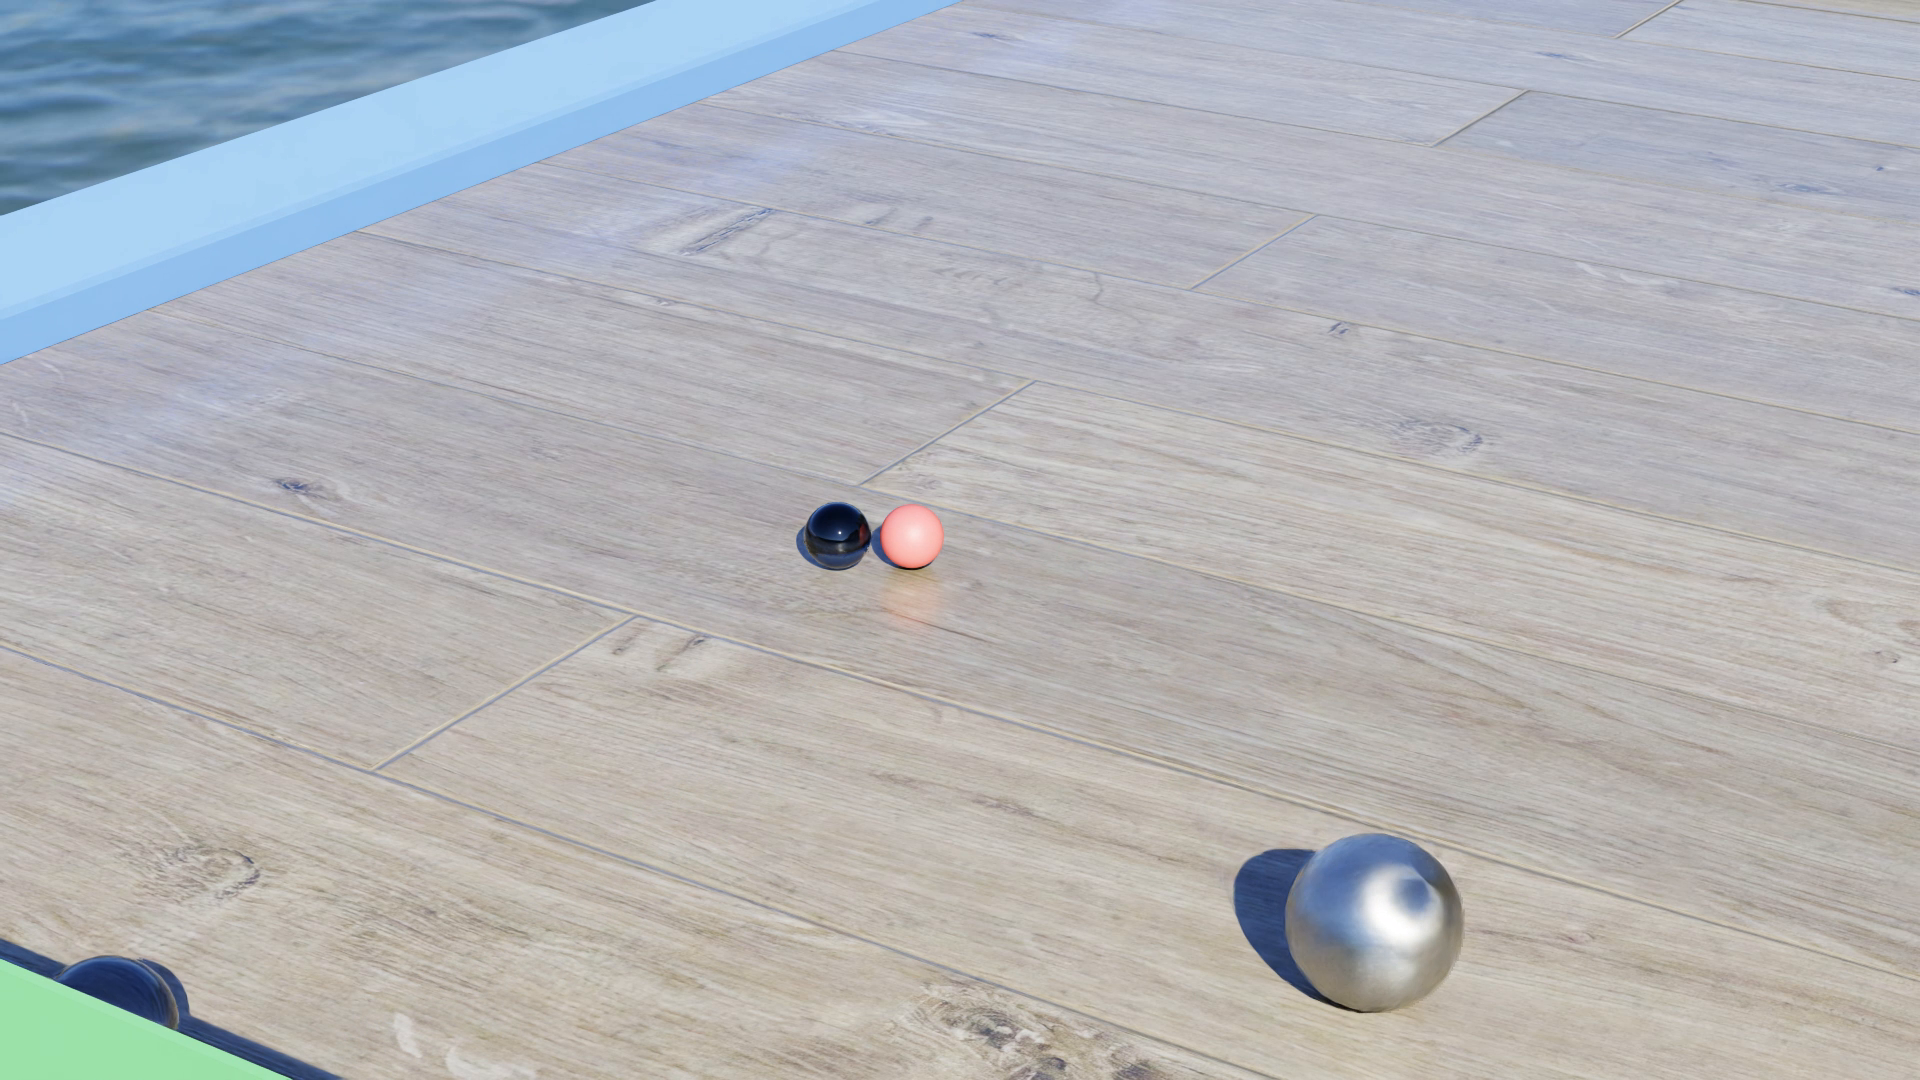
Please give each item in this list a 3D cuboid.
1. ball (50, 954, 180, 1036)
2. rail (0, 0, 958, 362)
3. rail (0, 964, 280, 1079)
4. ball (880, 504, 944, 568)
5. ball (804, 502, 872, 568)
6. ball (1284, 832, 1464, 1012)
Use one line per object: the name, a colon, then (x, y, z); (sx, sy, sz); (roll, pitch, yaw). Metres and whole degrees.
ball: (-0.405, 0.230, 1.394); (0.067, 0.067, 0.067); (0, 24, 0)
rail: (-0.287, -0.474, 2.923); (0.045, 0.115, 3.125); (14, 28, 29)
rail: (-0.403, 0.232, 1.328); (1.707, 0.115, 0.045); (14, 28, 29)
ball: (-0.032, -0.003, 1.949); (0.043, 0.043, 0.043); (0, 24, 0)
ball: (-0.081, -0.003, 1.948); (0.045, 0.045, 0.045); (0, 24, 0)
ball: (0.205, 0.190, 1.460); (0.088, 0.088, 0.088); (0, 24, 0)
